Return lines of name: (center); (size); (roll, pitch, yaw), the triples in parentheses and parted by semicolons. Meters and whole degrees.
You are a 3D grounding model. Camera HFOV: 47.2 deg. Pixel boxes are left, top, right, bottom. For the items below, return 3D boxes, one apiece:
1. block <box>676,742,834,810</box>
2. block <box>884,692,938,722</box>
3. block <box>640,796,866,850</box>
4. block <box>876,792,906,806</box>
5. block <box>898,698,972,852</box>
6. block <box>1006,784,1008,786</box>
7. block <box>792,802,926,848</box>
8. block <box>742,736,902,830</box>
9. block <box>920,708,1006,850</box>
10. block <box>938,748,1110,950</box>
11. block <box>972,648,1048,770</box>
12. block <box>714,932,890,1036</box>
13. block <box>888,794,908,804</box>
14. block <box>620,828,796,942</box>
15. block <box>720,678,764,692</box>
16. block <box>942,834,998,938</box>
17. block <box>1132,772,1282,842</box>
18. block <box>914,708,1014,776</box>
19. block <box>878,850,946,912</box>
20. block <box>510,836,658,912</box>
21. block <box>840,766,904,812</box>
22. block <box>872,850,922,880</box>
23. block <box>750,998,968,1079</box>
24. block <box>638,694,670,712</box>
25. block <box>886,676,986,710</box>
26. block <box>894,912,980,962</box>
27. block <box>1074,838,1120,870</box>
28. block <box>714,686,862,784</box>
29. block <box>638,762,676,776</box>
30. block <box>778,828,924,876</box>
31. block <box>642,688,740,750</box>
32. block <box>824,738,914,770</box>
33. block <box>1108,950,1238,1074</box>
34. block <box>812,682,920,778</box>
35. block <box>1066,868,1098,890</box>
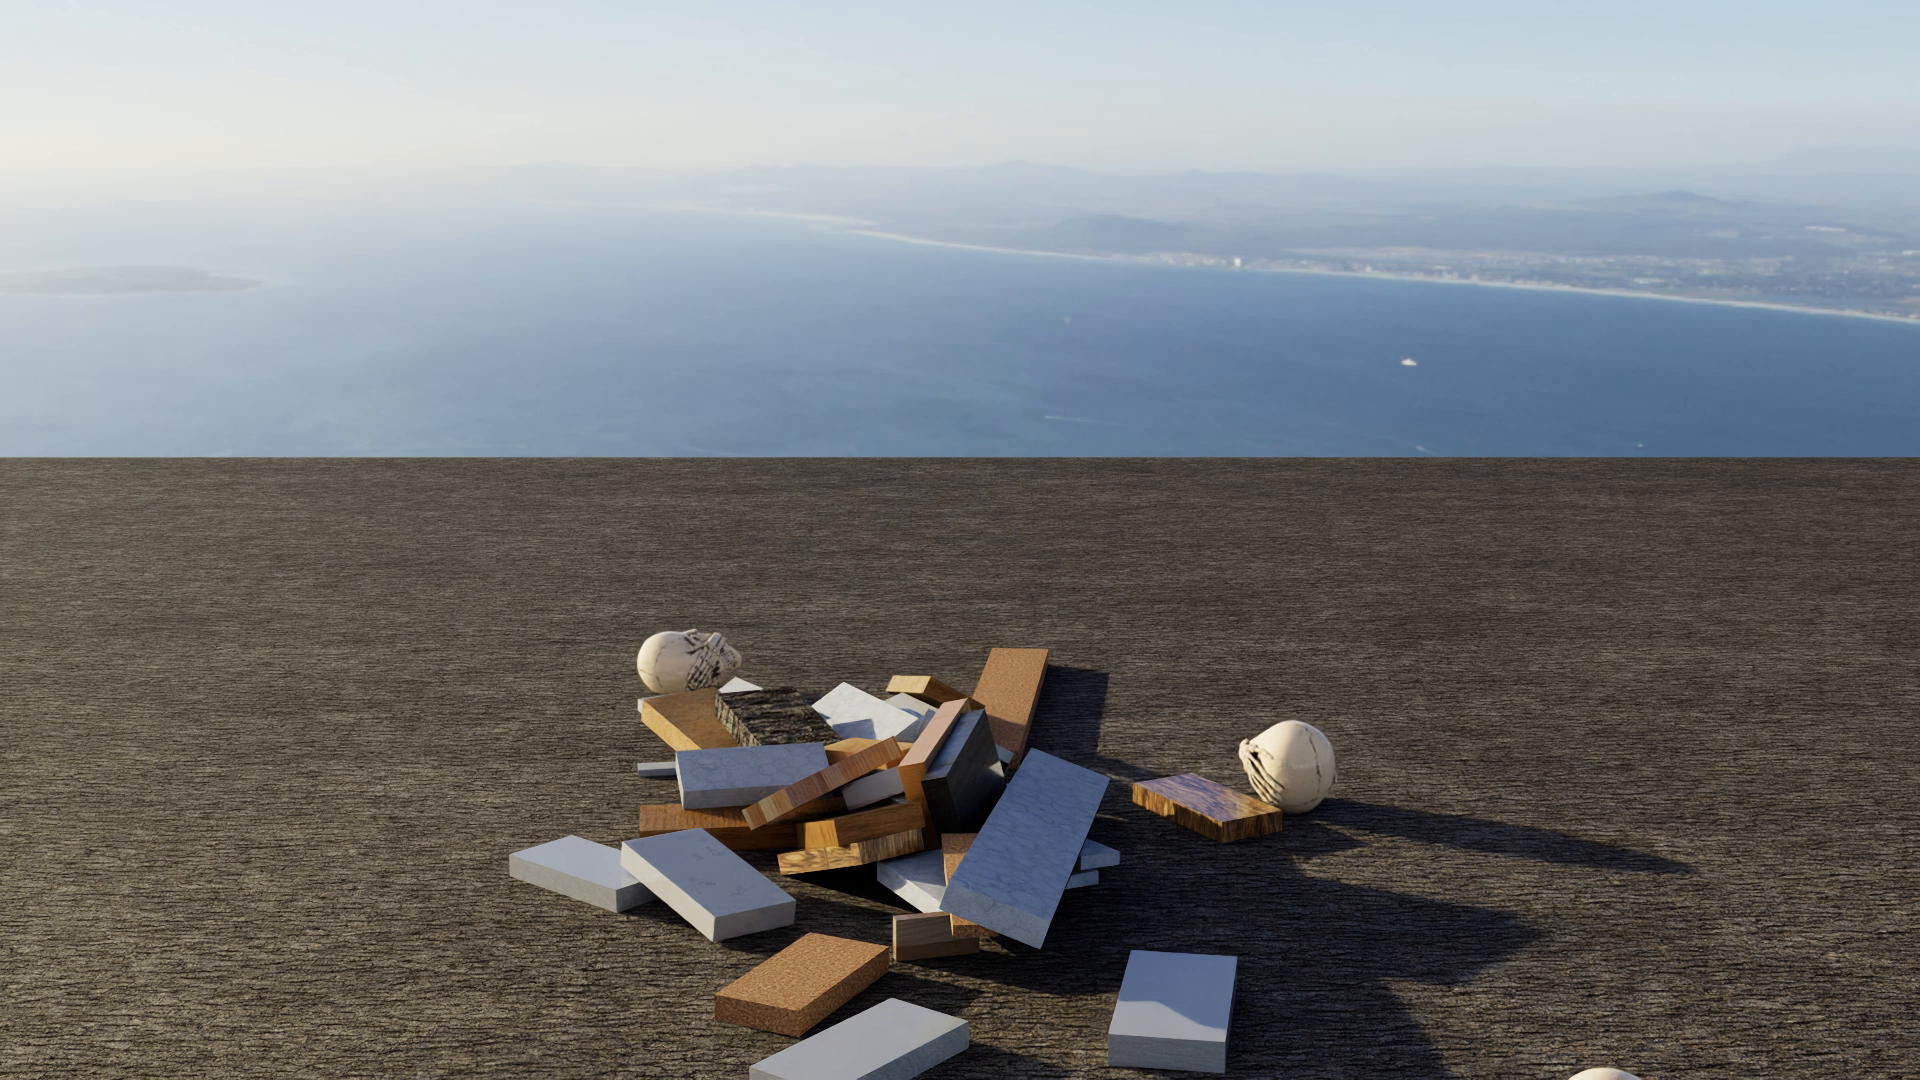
block: (-0.380, 0.434, 4.064); (0.275, 0.039, 0.138); (-2, 27, -12)
block: (-0.103, 0.398, 4.443); (0.166, 0.047, 0.331); (-24, 20, -24)
block: (-0.372, 0.513, 3.966); (0.407, 0.043, 0.151); (-2, 11, -8)
block: (-0.055, 0.469, 4.087); (0.103, 0.029, 0.206); (-24, -5, 41)
block: (-0.024, 0.414, 3.872); (0.047, 0.167, 0.335); (-12, 12, 16)
block: (0.068, 0.487, 3.931); (0.103, 0.029, 0.206); (-12, 12, -3)
block: (-0.176, 0.487, 3.755); (0.151, 0.043, 0.301); (-10, -5, -18)
block: (-0.244, 0.432, 3.923); (0.275, 0.039, 0.138); (-22, -7, -44)
block: (0.011, 0.426, 3.814); (0.045, 0.158, 0.317); (-12, 13, 16)
block: (0.125, 0.490, 3.649); (0.158, 0.045, 0.951); (21, 9, 6)
block: (0.097, 0.358, 4.817); (0.134, 0.038, 0.881); (1, 11, 6)
block: (-0.229, 0.651, 3.235); (0.138, 0.039, 0.275); (5, 12, 25)
block: (-0.094, 0.495, 3.863); (0.023, 0.081, 0.161); (-11, 0, -11)
block: (-0.414, 0.558, 3.588); (0.151, 0.043, 0.301); (-6, 20, -37)
block: (-0.448, 0.368, 4.598); (0.134, 0.038, 0.267); (-38, 28, -23)
block: (0.013, 0.533, 3.427); (0.067, 0.019, 0.423); (0, 11, -3)
block: (0.456, 0.494, 4.077); (0.138, 0.039, 0.275); (-6, 12, -30)
block: (0.007, 0.402, 4.244); (0.186, 0.093, 0.026); (27, 53, 7)
block: (-0.021, 0.559, 3.539); (0.127, 0.036, 0.254); (-5, 12, -27)
block: (-0.619, 0.562, 3.714); (0.275, 0.039, 0.138); (9, 14, 40)
block: (-0.090, 0.433, 4.054); (0.166, 0.047, 0.331); (-21, -5, 13)
block: (-0.032, 0.572, 3.666); (0.127, 0.036, 0.254); (-6, 12, -29)
block: (-0.133, 0.699, 2.975); (0.138, 0.039, 0.296); (8, 13, 37)
block: (-0.536, 0.391, 4.526); (0.093, 0.026, 0.384); (-6, 17, -34)
block: (-0.053, 0.333, 4.619); (0.134, 0.038, 0.267); (29, -11, -15)
block: (-0.036, 0.608, 3.389); (0.133, 0.067, 0.019); (-3, 12, -16)
block: (0.195, 0.533, 3.788); (0.081, 0.023, 0.161); (-2, 8, -32)
block: (-0.338, 0.387, 4.302); (0.167, 0.047, 0.335); (-4, 24, -29)
block: (-0.591, 0.454, 4.364); (0.095, 0.013, 0.047); (-2, 11, -10)
block: (-0.186, 0.525, 3.698); (0.127, 0.036, 0.254); (-8, -6, -37)
block: (-0.469, 0.398, 4.355); (0.167, 0.047, 0.355); (-8, 26, -37)
block: (-0.171, 0.401, 4.137); (0.186, 0.026, 0.093); (0, 10, 44)
block: (0.307, 0.667, 3.131); (0.158, 0.045, 0.317); (2, 11, 10)
block: (-0.215, 0.388, 4.425); (0.166, 0.047, 0.331); (-36, 25, -19)
block: (0.144, 0.570, 3.716); (0.161, 0.023, 0.081); (-5, 12, -25)
